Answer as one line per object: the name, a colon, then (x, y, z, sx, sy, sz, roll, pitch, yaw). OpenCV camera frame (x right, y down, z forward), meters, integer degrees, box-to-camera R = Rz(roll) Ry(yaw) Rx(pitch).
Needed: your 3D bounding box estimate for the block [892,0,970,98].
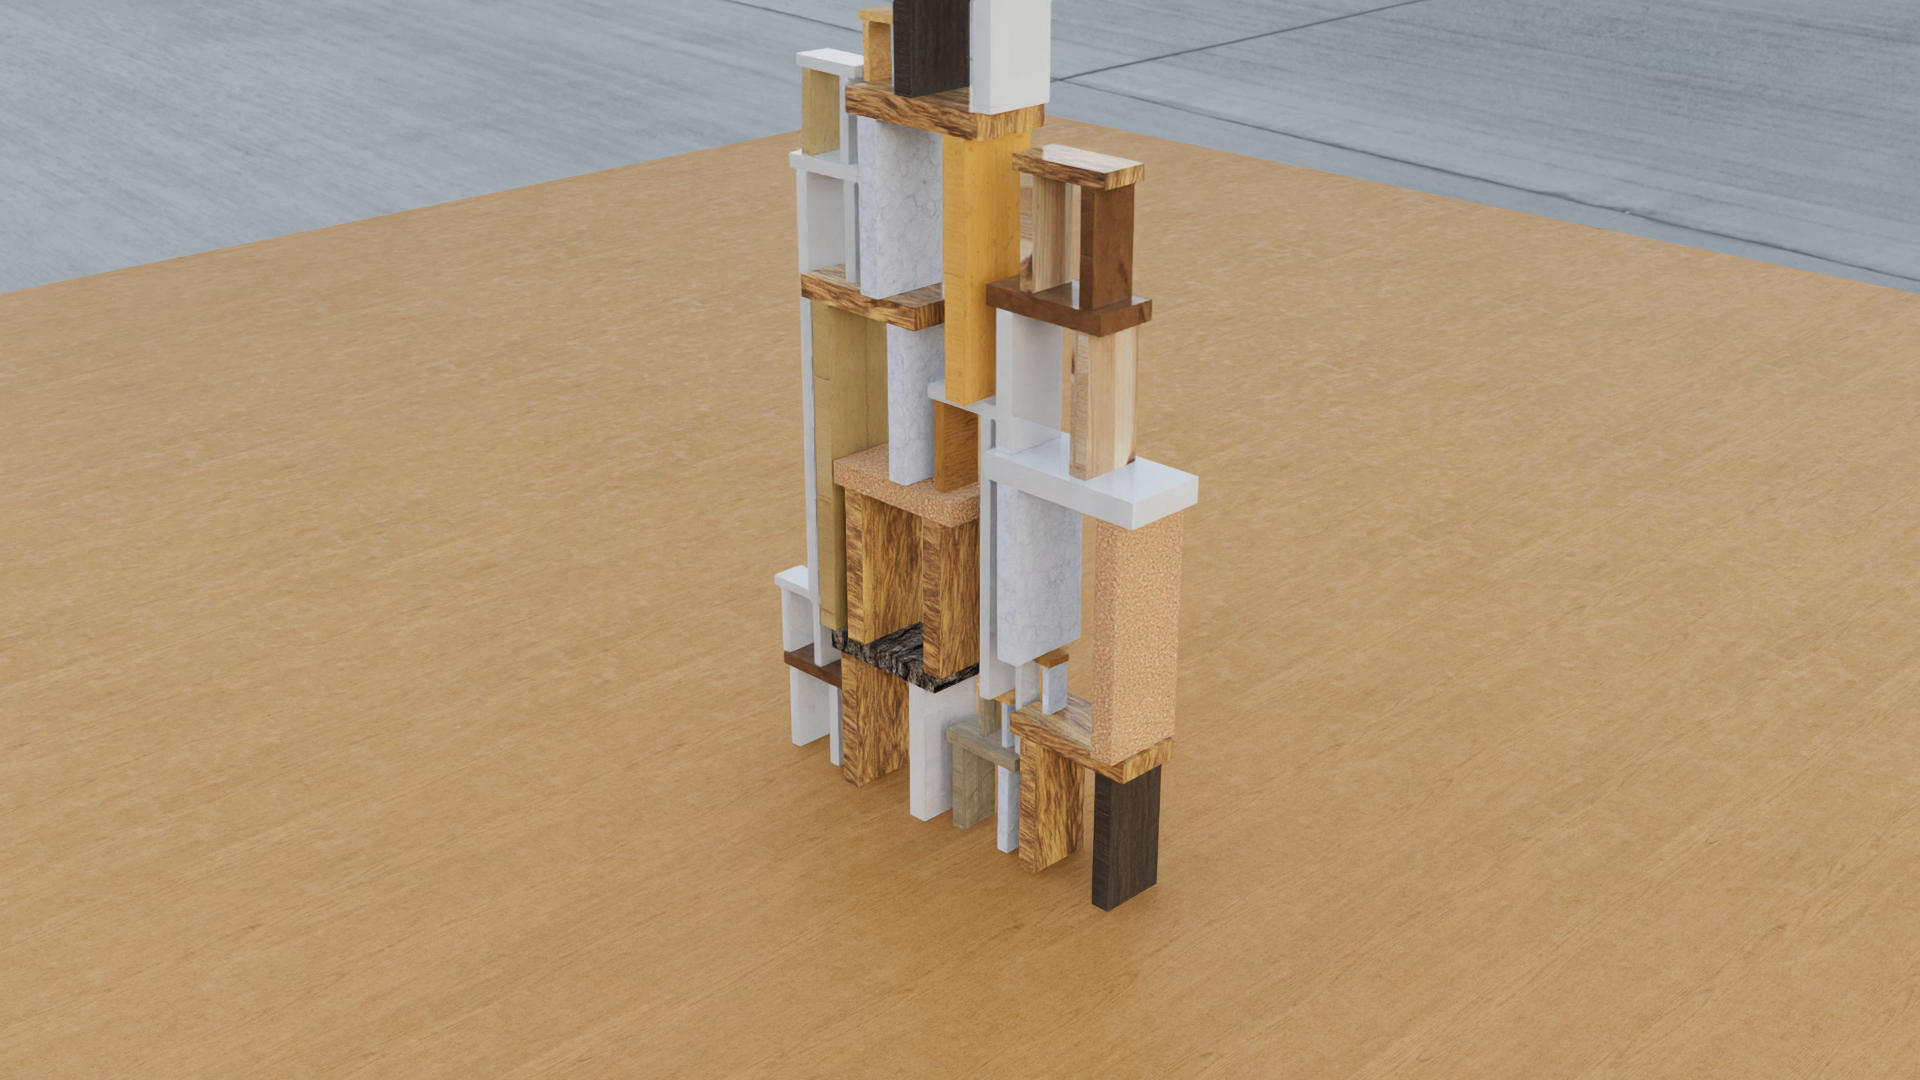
block: (-0.050, -0.939, 3.871, 0.148, 0.295, 0.042, -21, 31, -40)

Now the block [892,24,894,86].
block: (-0.097, -0.875, 3.957, 0.055, 0.110, 0.016, -21, 31, -40)

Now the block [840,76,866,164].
block: (-0.186, -0.785, 4.086, 0.023, 0.161, 0.081, 21, 30, 39)

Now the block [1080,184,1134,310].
block: (0.249, -0.505, 3.733, 0.029, 0.208, 0.104, 20, 30, 40)

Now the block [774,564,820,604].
block: (-0.310, 0.093, 4.593, 0.148, 0.021, 0.074, 21, 31, 40)

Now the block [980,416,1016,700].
block: (0.079, 0.027, 4.141, 0.091, 0.574, 0.026, -21, 31, -40)

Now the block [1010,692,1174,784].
block: (0.245, 0.366, 4.121, 0.142, 0.040, 0.284, -21, 31, -40)

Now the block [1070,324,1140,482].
block: (0.252, -0.250, 3.842, 0.038, 0.268, 0.134, 21, 31, 40)

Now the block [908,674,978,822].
block: (-0.033, 0.403, 4.429, 0.042, 0.298, 0.149, 21, 31, 41)

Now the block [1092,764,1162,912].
block: (0.312, 0.541, 4.122, 0.142, 0.283, 0.040, -21, 31, -41)

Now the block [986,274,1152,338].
block: (0.189, -0.415, 3.839, 0.268, 0.038, 0.134, 21, 31, 40)

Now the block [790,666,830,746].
block: (-0.319, 0.341, 4.719, 0.026, 0.185, 0.093, 21, 31, 40)

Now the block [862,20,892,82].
block: (-0.151, -0.895, 4.004, 0.016, 0.110, 0.055, 21, 31, 41)

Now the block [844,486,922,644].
block: (-0.151, 0.030, 4.401, 0.163, 0.327, 0.046, -21, 31, -41)

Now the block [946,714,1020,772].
block: (0.072, 0.397, 4.314, 0.093, 0.026, 0.186, -21, 31, -41)

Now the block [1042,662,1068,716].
block: (0.179, 0.275, 4.152, 0.052, 0.103, 0.015, -21, 31, -40)

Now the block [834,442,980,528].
block: (-0.074, -0.111, 4.257, 0.327, 0.046, 0.163, 21, 31, 41)

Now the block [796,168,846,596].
block: (-0.268, -0.308, 4.376, 0.028, 0.887, 0.098, 21, 31, 39)

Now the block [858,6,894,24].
block: (-0.124, -0.943, 3.956, 0.110, 0.016, 0.055, 20, 30, 39)

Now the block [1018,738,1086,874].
block: (0.179, 0.489, 4.245, 0.040, 0.283, 0.142, 21, 31, 41)

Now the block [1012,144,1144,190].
block: (0.200, -0.634, 3.733, 0.208, 0.029, 0.104, 21, 30, 40)

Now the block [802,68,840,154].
block: (-0.262, -0.815, 4.154, 0.023, 0.161, 0.081, 21, 28, 39)

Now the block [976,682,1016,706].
block: (0.080, 0.294, 4.265, 0.047, 0.013, 0.094, -21, 31, -40)

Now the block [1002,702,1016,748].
block: (0.103, 0.352, 4.266, 0.047, 0.095, 0.013, -21, 31, -41)

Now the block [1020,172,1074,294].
block: (0.151, -0.543, 3.822, 0.029, 0.208, 0.104, 20, 30, 40)

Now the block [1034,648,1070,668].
block: (0.151, 0.212, 4.150, 0.052, 0.015, 0.104, -19, 29, -38)

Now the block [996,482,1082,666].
block: (0.148, 0.041, 4.080, 0.050, 0.354, 0.177, 21, 31, 41)

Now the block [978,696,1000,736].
block: (0.059, 0.334, 4.307, 0.047, 0.094, 0.013, -21, 31, -41)

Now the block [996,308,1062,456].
block: (0.125, -0.299, 3.957, 0.038, 0.268, 0.134, 21, 31, 40)

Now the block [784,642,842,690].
block: (-0.275, 0.261, 4.638, 0.185, 0.026, 0.093, 21, 31, 40)

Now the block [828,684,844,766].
block: (-0.232, 0.375, 4.639, 0.026, 0.185, 0.093, 21, 31, 40)

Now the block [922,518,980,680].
block: (0.003, 0.090, 4.259, 0.046, 0.327, 0.163, 21, 31, 40)

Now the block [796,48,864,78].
block: (-0.222, -0.886, 4.085, 0.081, 0.023, 0.161, -20, 31, -41)

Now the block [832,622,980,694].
block: (-0.103, 0.219, 4.428, 0.149, 0.042, 0.298, -21, 31, -41)

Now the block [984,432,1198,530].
block: (0.231, -0.112, 3.925, 0.354, 0.050, 0.177, 21, 31, 40)

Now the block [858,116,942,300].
block: (-0.109, -0.628, 4.068, 0.168, 0.336, 0.048, -21, 31, -40)

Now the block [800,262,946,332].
block: (-0.139, -0.468, 4.177, 0.157, 0.044, 0.314, -21, 31, -40)

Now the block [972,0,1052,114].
block: (0.089, -0.884, 3.743, 0.148, 0.295, 0.042, -21, 31, -40)

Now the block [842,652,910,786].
block: (-0.174, 0.348, 4.559, 0.042, 0.298, 0.149, 21, 31, 41)

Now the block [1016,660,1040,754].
block: (0.129, 0.307, 4.219, 0.015, 0.214, 0.052, 20, 30, 40)

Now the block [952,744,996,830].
block: (0.028, 0.478, 4.396, 0.093, 0.186, 0.026, -21, 31, -41)

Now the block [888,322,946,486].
block: (-0.064, -0.274, 4.179, 0.044, 0.314, 0.157, 21, 31, 41)

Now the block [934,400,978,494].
block: (-0.007, -0.187, 4.144, 0.091, 0.182, 0.026, -21, 31, -41)

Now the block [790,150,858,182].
block: (-0.219, -0.711, 4.155, 0.196, 0.028, 0.098, 20, 30, 39)

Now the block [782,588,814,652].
block: (-0.341, 0.156, 4.661, 0.021, 0.149, 0.074, 21, 31, 41)

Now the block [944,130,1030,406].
block: (0.049, -0.497, 3.951, 0.168, 0.487, 0.048, -21, 31, -40)

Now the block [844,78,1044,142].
block: (-0.030, -0.773, 3.920, 0.168, 0.048, 0.336, -21, 31, -40)

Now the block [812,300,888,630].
block: (-0.212, -0.160, 4.388, 0.044, 0.687, 0.157, 21, 31, 41)

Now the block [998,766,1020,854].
block: (0.116, 0.512, 4.315, 0.093, 0.186, 0.026, -21, 31, -41)

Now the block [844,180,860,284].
block: (-0.172, -0.591, 4.158, 0.098, 0.196, 0.028, -21, 31, -40)

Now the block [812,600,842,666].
block: (-0.271, 0.183, 4.596, 0.021, 0.148, 0.074, 21, 31, 40)

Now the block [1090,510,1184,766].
block: (0.317, 0.161, 3.949, 0.177, 0.472, 0.050, -21, 31, -40)

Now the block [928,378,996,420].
block: (0.036, -0.266, 4.063, 0.091, 0.026, 0.182, -21, 31, -40)
